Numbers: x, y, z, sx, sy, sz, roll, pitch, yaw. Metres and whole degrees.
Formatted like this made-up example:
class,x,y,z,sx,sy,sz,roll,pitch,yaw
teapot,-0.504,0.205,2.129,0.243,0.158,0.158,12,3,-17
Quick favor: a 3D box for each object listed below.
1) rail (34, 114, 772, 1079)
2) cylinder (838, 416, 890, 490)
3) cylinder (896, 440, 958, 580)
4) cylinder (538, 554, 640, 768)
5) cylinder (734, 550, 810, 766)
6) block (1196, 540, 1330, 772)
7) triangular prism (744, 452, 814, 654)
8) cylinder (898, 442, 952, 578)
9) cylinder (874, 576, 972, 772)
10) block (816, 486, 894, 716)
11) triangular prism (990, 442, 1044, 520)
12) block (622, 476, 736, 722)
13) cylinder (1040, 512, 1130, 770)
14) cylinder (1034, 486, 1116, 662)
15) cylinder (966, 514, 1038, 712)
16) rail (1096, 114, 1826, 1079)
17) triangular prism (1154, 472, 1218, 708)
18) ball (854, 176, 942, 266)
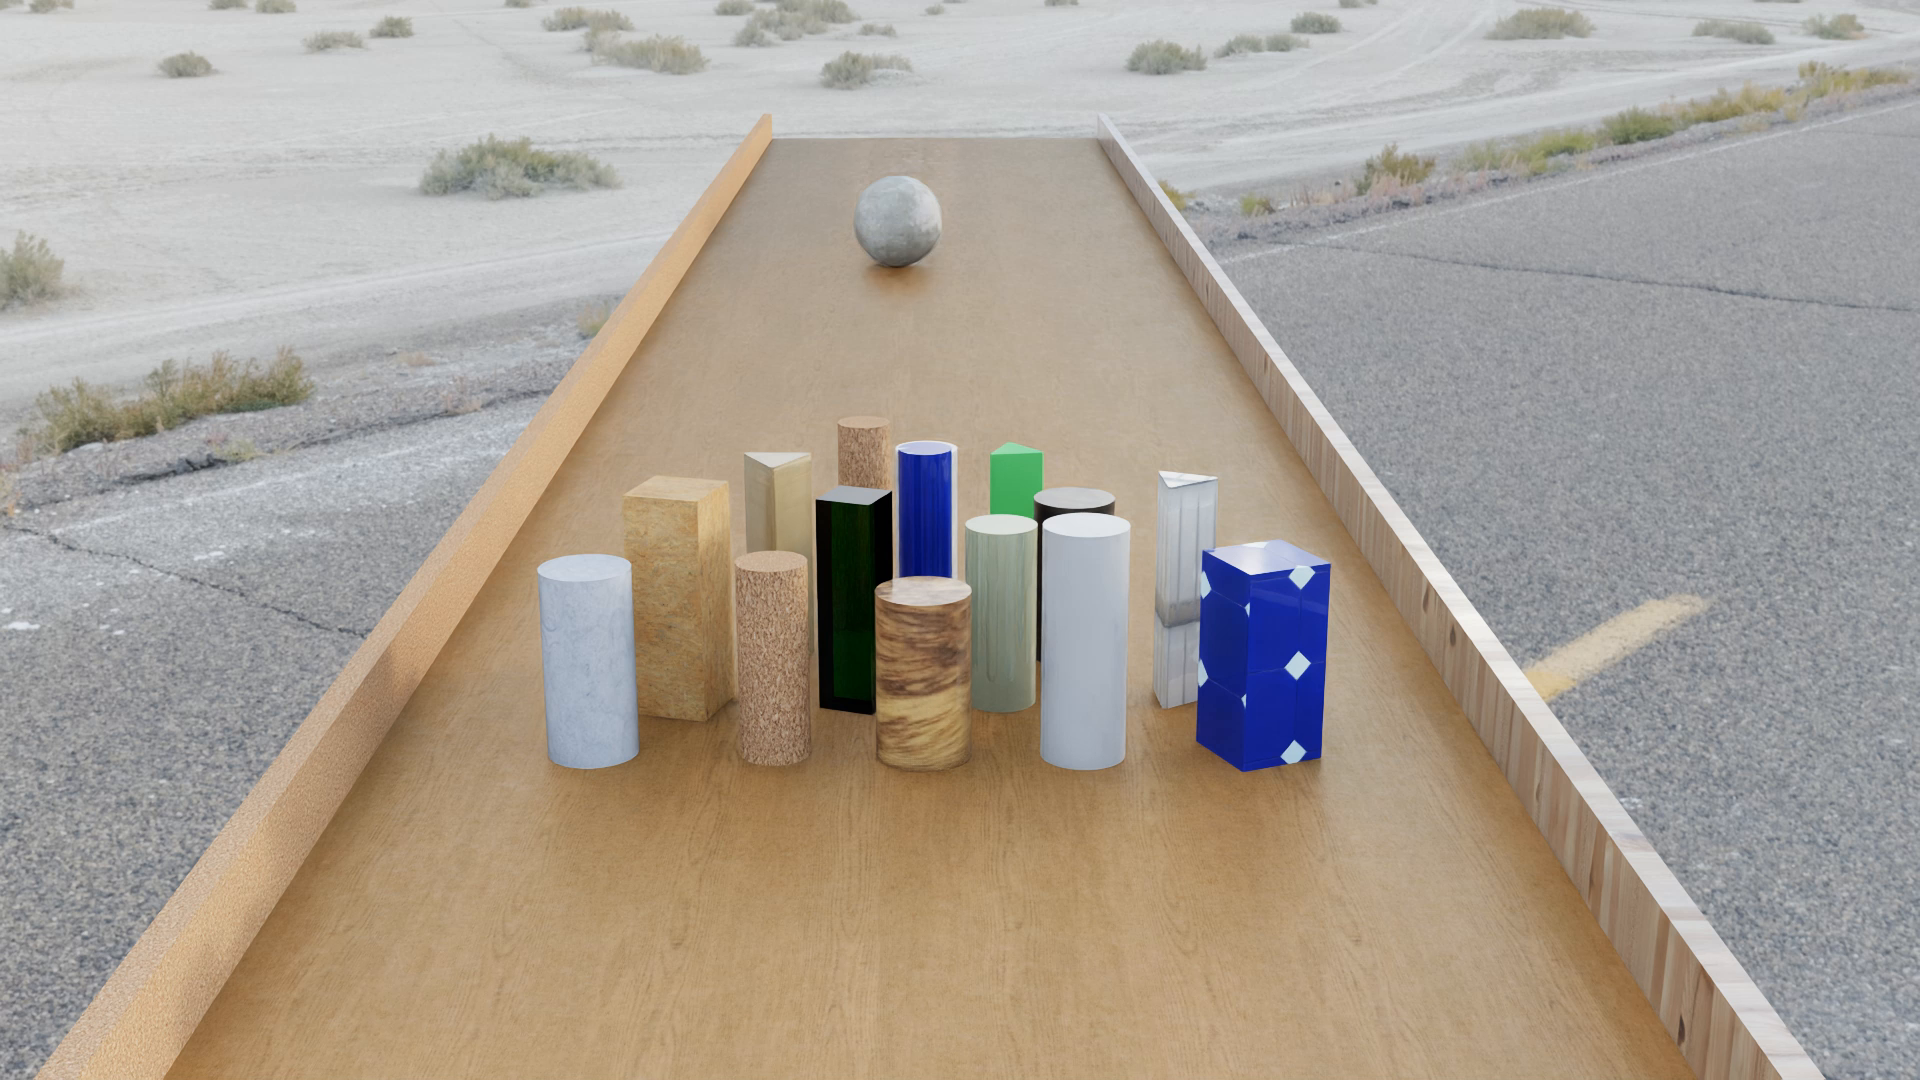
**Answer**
class,x,y,z,sx,sy,sz,roll,pitch,yaw
rail,-1.118,-0.838,7.780,0.050,0.150,12.000,0,17,-1
cylinder,-0.199,-0.040,4.615,0.109,0.426,0.109,0,17,0
cylinder,-0.074,-0.055,4.874,0.137,0.306,0.137,0,17,0
cylinder,-0.658,0.214,3.901,0.163,0.346,0.163,0,17,0
cylinder,-0.330,0.209,3.895,0.127,0.359,0.127,0,17,0
block,0.537,0.203,3.908,0.162,0.363,0.162,-7,18,-23
triangular prism,-0.378,0.034,4.384,0.112,0.414,0.130,10,19,30
cylinder,-0.068,0.031,4.355,0.105,0.438,0.105,0,17,0
cylinder,-0.064,0.236,3.892,0.170,0.308,0.170,0,17,0
block,-0.196,0.113,4.131,0.108,0.409,0.108,6,18,21
triangular prism,0.112,-0.023,4.678,0.112,0.357,0.097,-3,17,-8
block,-0.524,0.108,4.118,0.148,0.425,0.148,5,17,16
cylinder,0.220,0.178,3.878,0.153,0.427,0.153,0,17,0
cylinder,0.226,0.074,4.402,0.162,0.329,0.162,0,17,0
cylinder,0.077,0.138,4.151,0.135,0.349,0.135,0,17,0
rail,0.932,-0.844,7.801,0.050,0.150,12.000,0,17,-1
triangular prism,0.405,0.090,4.164,0.116,0.434,0.101,-11,20,-33
ball,-0.253,-1.301,8.958,0.366,0.366,0.366,0,17,0
